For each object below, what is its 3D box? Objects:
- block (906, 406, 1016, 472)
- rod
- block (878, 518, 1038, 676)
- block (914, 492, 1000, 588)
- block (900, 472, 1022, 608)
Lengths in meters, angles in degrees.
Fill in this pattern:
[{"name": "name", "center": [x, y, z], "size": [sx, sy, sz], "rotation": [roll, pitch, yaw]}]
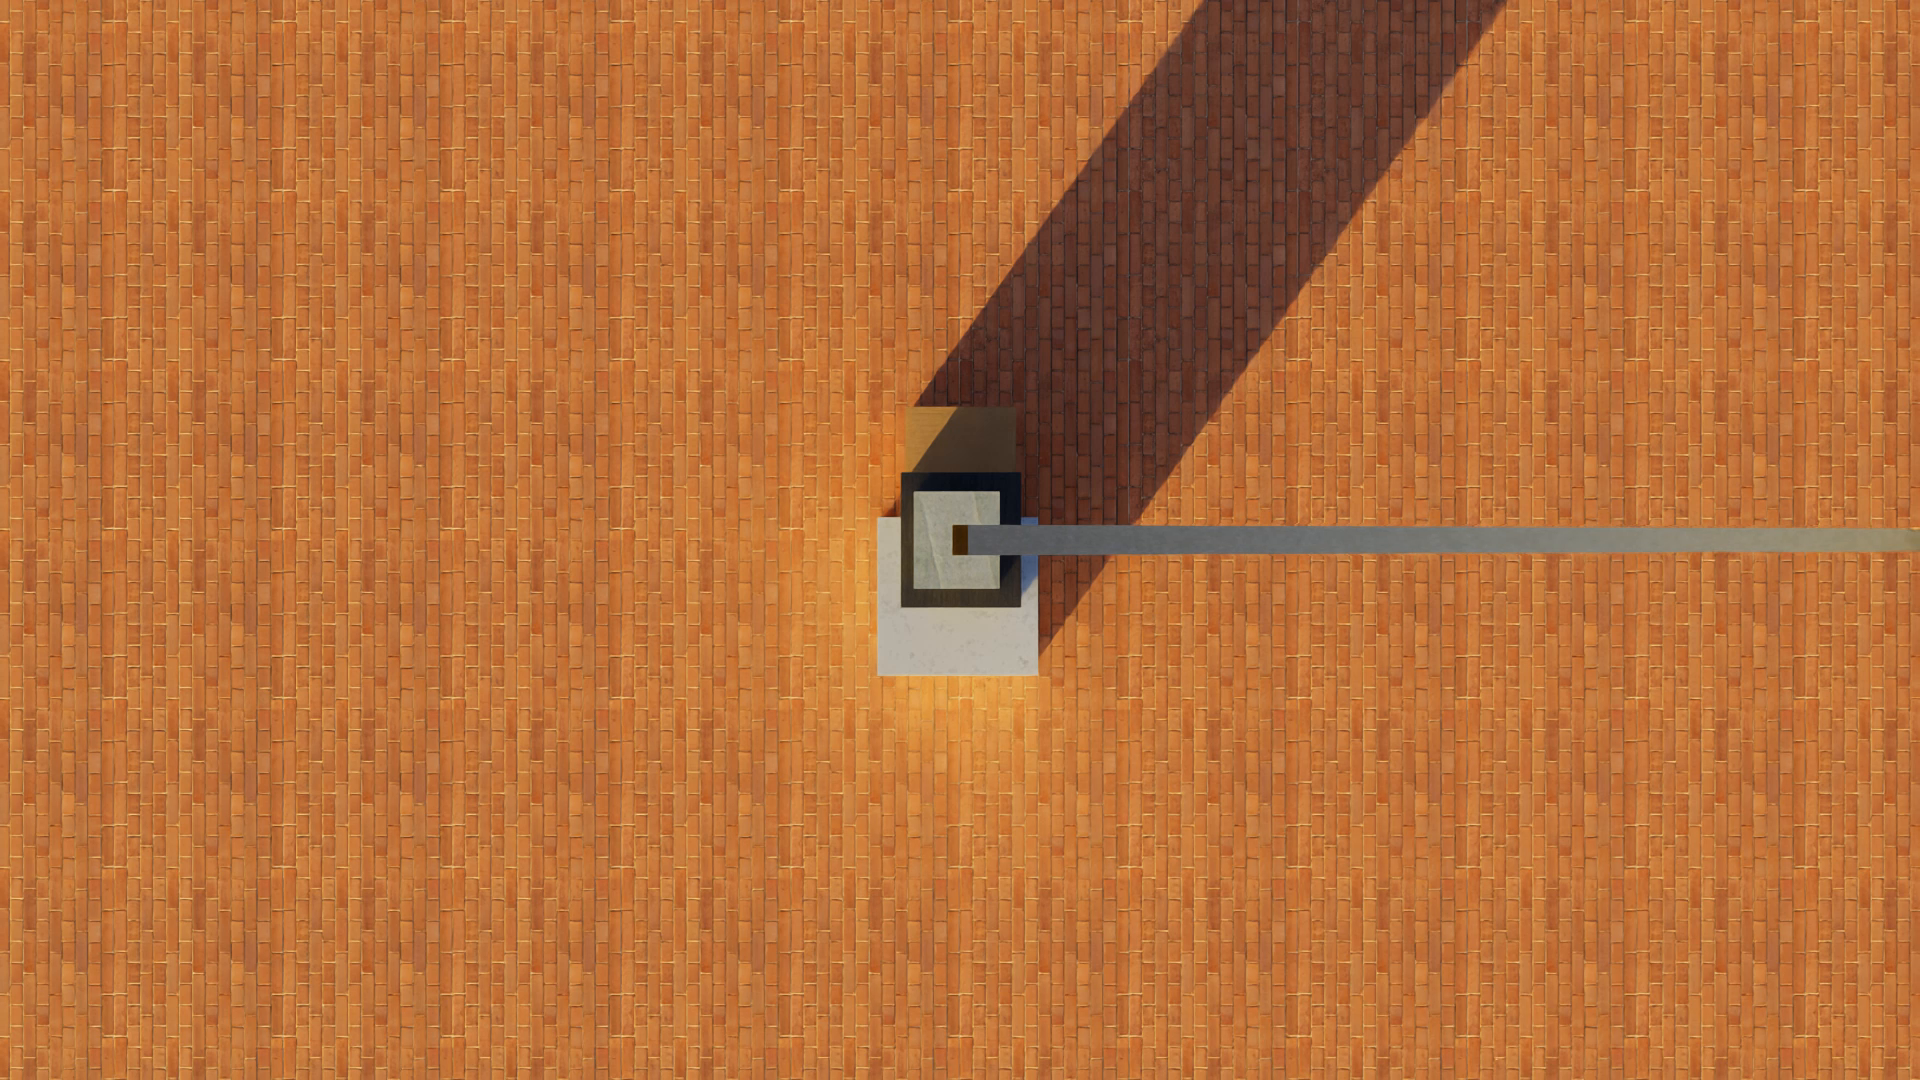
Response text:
[{"name": "block", "center": [0.003, -0.443, 12.674], "size": [0.622, 0.651, 0.612], "rotation": [0, 90, 0]}, {"name": "rod", "center": [2.234, 0.000, 7.119], "size": [5.200, 0.080, 0.080], "rotation": [0, 90, -31]}, {"name": "block", "center": [-0.012, 0.311, 12.578], "size": [0.889, 0.844, 0.875], "rotation": [0, 90, 0]}, {"name": "block", "center": [-0.017, 0.000, 11.192], "size": [0.429, 0.420, 0.485], "rotation": [0, 90, 0]}, {"name": "block", "center": [0.005, 0.000, 11.779], "size": [0.624, 0.755, 0.701], "rotation": [0, 90, 0]}]
